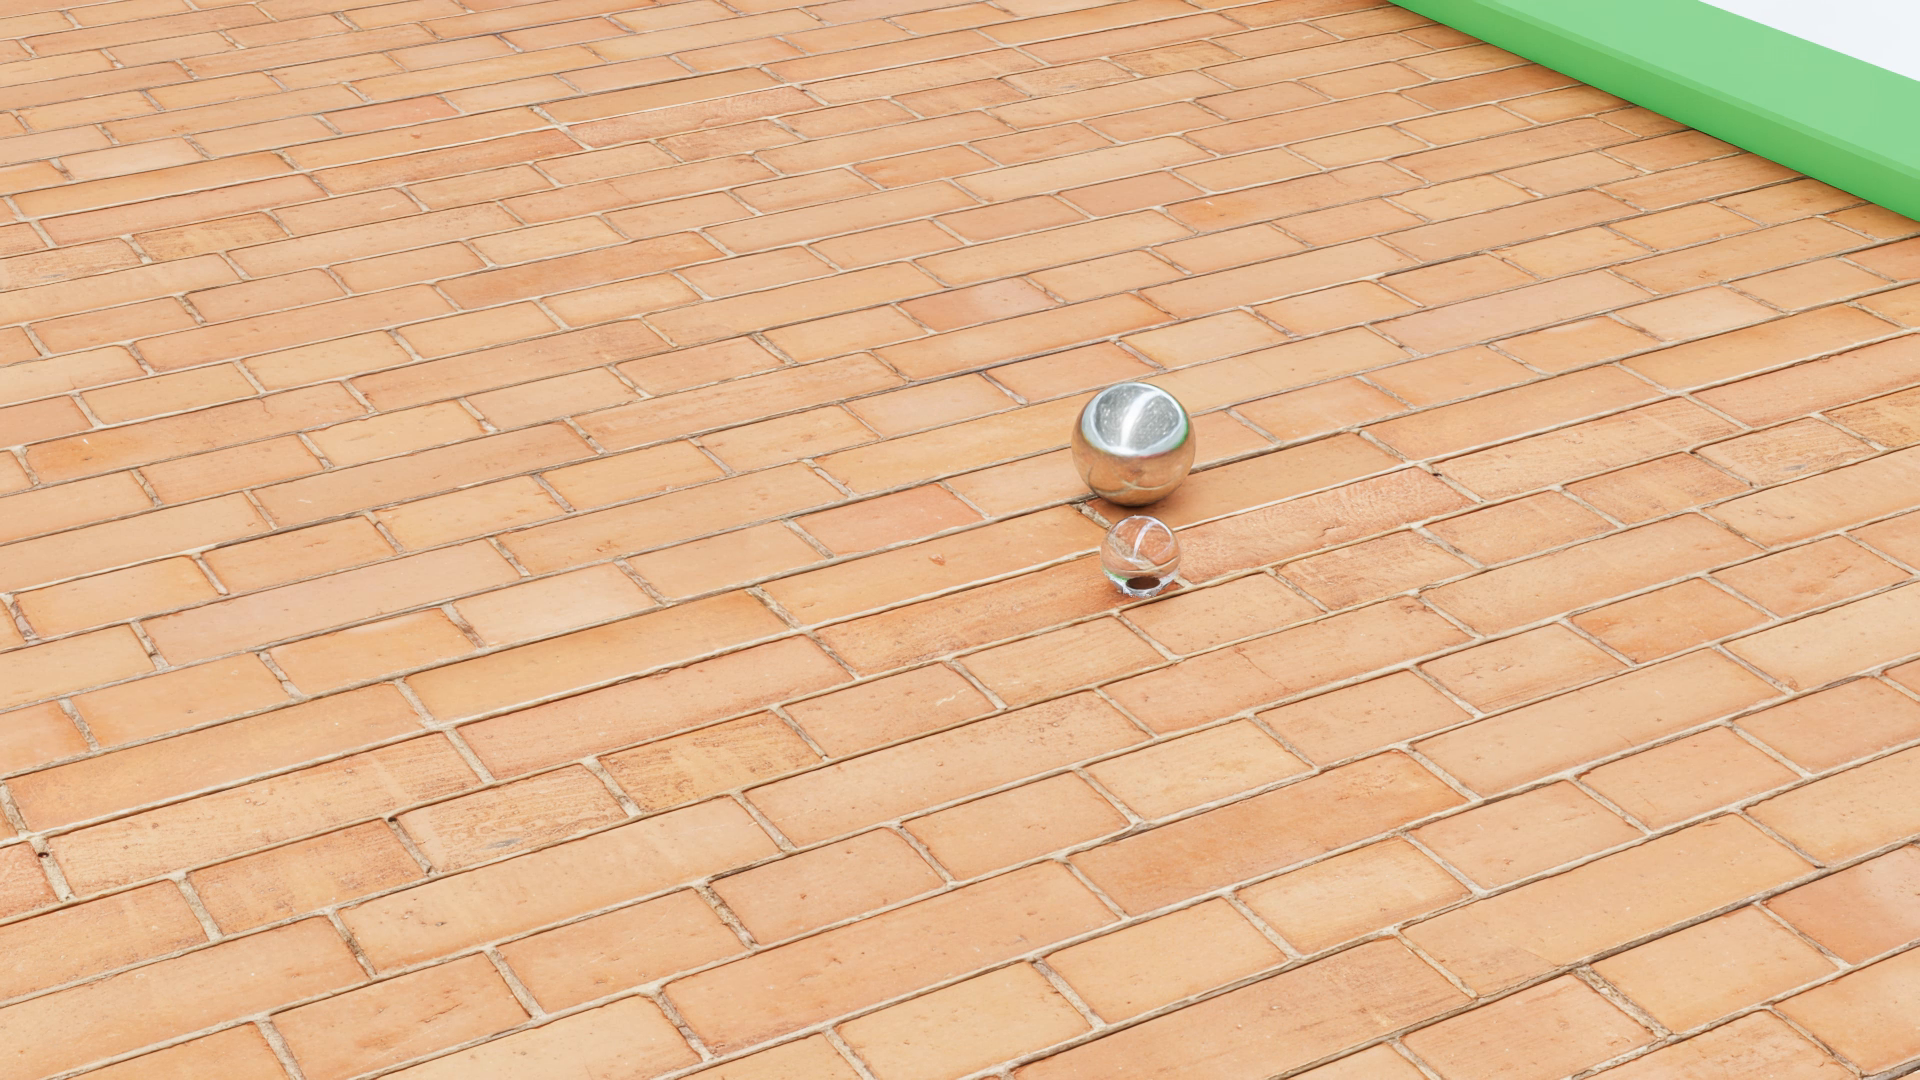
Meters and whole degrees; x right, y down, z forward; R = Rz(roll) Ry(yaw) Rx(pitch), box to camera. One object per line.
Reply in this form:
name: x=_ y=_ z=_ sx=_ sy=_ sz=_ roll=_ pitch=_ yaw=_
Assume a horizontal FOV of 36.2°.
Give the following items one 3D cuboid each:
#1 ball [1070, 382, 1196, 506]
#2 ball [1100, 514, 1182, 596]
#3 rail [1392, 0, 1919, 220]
ball: x=0.122 y=-0.067 z=2.065 sx=0.088 sy=0.088 sz=0.088 roll=0 pitch=27 yaw=0
ball: x=0.120 y=0.010 z=1.950 sx=0.054 sy=0.054 sz=0.054 roll=0 pitch=27 yaw=0
rail: x=0.411 y=-0.653 z=3.173 sx=0.045 sy=0.119 sz=4.006 roll=-15 pitch=31 yaw=-26
